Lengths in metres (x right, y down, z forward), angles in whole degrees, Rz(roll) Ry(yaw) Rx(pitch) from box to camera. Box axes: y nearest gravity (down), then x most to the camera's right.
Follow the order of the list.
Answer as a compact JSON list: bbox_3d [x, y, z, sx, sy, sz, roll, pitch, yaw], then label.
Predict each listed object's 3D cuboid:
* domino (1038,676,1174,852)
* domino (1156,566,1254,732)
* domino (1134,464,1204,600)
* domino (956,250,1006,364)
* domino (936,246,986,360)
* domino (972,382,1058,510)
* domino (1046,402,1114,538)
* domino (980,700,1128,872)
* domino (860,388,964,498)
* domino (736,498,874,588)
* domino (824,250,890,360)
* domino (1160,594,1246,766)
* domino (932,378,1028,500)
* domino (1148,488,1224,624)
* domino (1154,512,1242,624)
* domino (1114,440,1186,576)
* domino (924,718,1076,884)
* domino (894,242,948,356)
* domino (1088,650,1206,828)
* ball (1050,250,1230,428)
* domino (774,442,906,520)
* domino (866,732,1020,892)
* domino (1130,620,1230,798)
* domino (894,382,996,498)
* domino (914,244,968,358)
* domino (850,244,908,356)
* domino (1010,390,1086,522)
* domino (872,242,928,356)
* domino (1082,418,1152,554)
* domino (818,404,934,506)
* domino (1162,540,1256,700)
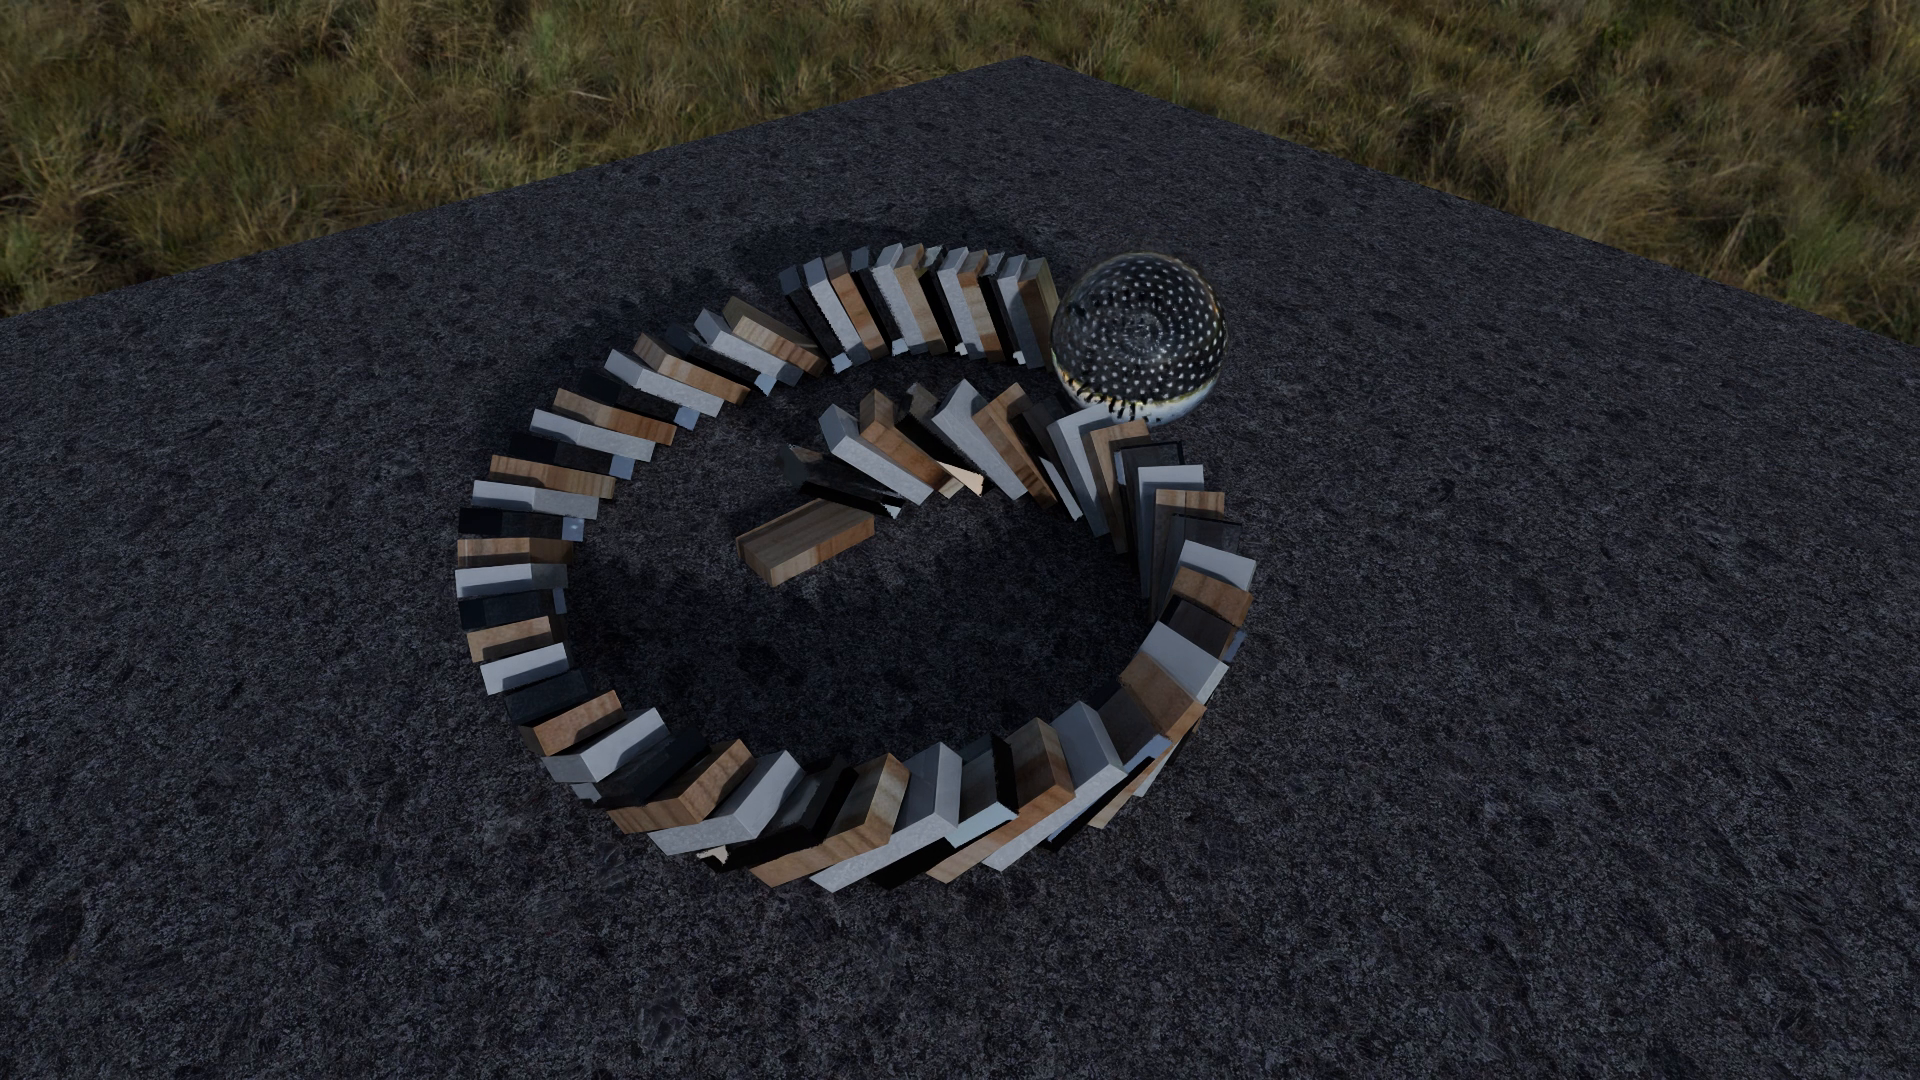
[{"bbox_3d":[0.038,0.068,0.335,0.050,0.009,0.025,-46,44,11],"label":"domino"},{"bbox_3d":[0.078,0.037,0.373,0.025,0.010,0.050,23,87,25],"label":"domino"},{"bbox_3d":[0.081,-0.003,0.422,0.025,0.010,0.050,-2,83,-3],"label":"domino"},{"bbox_3d":[0.014,-0.118,0.555,0.009,0.050,0.025,-8,35,23],"label":"domino"},{"bbox_3d":[0.004,-0.120,0.557,0.010,0.050,0.025,-8,35,23],"label":"domino"},{"bbox_3d":[0.030,-0.040,0.468,0.050,0.009,0.025,52,51,-5],"label":"domino"},{"bbox_3d":[0.058,-0.029,0.453,0.025,0.010,0.050,-24,89,-26],"label":"domino"},{"bbox_3d":[0.024,0.074,0.329,0.050,0.010,0.025,-42,39,16],"label":"domino"},{"bbox_3d":[-0.020,-0.041,0.468,0.050,0.010,0.025,35,28,-28],"label":"domino"},{"bbox_3d":[-0.062,-0.002,0.445,0.050,0.010,0.025,-29,47,-31],"label":"domino"},{"bbox_3d":[-0.052,-0.118,0.555,0.010,0.050,0.025,-25,41,4],"label":"domino"},{"bbox_3d":[0.070,0.046,0.363,0.025,0.010,0.050,29,90,31],"label":"domino"},{"bbox_3d":[0.012,-0.043,0.471,0.050,0.010,0.025,44,41,-14],"label":"domino"},{"bbox_3d":[0.084,0.007,0.410,0.025,0.010,0.050,3,82,4],"label":"domino"},{"bbox_3d":[0.085,0.017,0.397,0.025,0.010,0.050,9,84,11],"label":"domino"},{"bbox_3d":[0.078,-0.013,0.434,0.025,0.010,0.050,-6,83,-8],"label":"domino"},{"bbox_3d":[0.009,0.077,0.325,0.050,0.009,0.025,-39,36,19],"label":"domino"},{"bbox_3d":[-0.017,-0.122,0.561,0.010,0.050,0.025,-11,35,22],"label":"domino"},{"bbox_3d":[0.050,0.062,0.343,0.050,0.009,0.025,-51,49,7],"label":"domino"},{"bbox_3d":[0.081,-0.090,0.498,0.080,0.080,0.080,0,39,0],"label":"ball"},{"bbox_3d":[-0.049,-0.024,0.451,0.050,0.010,0.025,16,22,-43],"label":"domino"},{"bbox_3d":[-0.006,0.080,0.322,0.050,0.010,0.025,-36,33,23],"label":"domino"},{"bbox_3d":[0.061,0.054,0.353,0.025,0.010,0.050,35,93,35],"label":"domino"},{"bbox_3d":[-0.005,-0.043,0.471,0.050,0.010,0.025,38,33,-22],"label":"domino"},{"bbox_3d":[-0.006,-0.121,0.560,0.009,0.050,0.025,-9,35,24],"label":"domino"},{"bbox_3d":[-0.040,-0.122,0.560,0.010,0.050,0.025,-18,38,12],"label":"domino"},{"bbox_3d":[0.044,-0.035,0.461,0.025,0.009,0.050,-33,93,-34],"label":"domino"},{"bbox_3d":[-0.027,-0.123,0.561,0.009,0.050,0.025,-11,35,22],"label":"domino"},{"bbox_3d":[0.069,-0.022,0.445,0.025,0.009,0.050,-15,86,-18],"label":"domino"},{"bbox_3d":[-0.035,-0.036,0.461,0.050,0.010,0.025,31,22,-37],"label":"domino"},{"bbox_3d":[0.083,0.028,0.385,0.025,0.009,0.050,18,85,20],"label":"domino"}]
